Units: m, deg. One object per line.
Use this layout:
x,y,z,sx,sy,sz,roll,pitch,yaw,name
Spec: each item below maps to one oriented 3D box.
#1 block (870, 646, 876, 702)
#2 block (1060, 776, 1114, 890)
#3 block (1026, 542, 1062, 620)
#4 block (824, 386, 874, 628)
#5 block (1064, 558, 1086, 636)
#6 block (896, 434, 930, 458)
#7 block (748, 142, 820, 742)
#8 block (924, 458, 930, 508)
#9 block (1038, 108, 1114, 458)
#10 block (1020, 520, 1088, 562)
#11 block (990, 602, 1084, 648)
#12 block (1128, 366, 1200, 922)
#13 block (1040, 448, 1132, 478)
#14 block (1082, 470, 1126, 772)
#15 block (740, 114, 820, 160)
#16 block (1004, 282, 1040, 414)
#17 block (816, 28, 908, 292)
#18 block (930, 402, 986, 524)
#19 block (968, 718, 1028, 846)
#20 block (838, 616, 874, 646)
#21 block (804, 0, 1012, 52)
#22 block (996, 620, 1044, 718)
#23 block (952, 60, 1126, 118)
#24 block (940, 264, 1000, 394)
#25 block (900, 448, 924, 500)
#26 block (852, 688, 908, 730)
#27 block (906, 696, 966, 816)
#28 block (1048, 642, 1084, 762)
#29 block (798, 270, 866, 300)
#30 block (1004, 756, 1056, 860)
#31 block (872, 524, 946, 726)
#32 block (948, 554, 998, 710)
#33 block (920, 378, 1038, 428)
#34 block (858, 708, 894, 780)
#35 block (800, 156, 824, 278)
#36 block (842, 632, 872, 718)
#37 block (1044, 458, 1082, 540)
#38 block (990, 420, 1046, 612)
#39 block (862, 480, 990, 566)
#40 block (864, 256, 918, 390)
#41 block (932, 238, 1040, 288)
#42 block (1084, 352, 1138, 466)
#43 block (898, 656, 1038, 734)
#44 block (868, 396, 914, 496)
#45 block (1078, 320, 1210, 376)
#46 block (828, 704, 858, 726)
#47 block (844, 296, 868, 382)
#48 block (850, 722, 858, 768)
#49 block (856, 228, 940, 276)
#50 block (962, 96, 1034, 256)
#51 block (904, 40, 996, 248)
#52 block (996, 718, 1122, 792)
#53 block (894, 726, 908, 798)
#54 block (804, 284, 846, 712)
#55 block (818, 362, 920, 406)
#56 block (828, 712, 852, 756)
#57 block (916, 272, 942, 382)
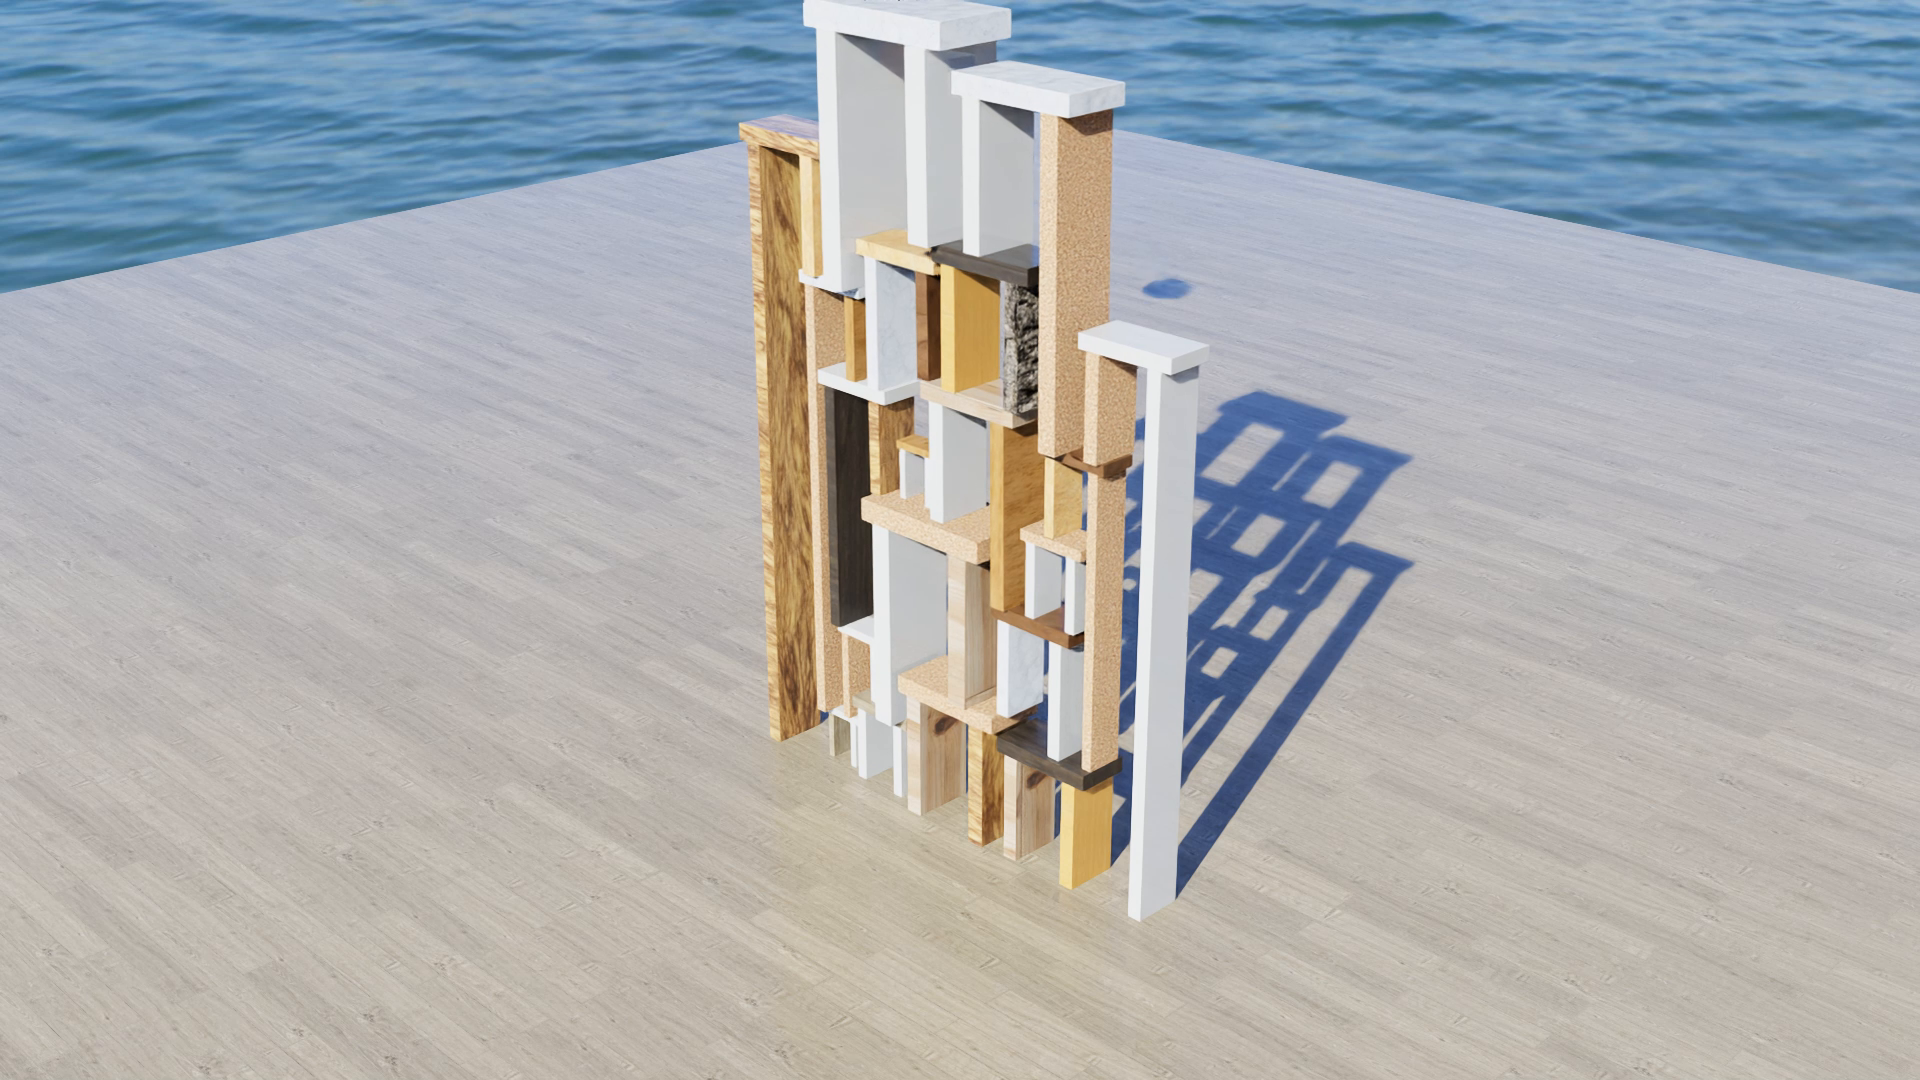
-0.153,0.265,4.506,0.064,0.128,0.018,-21,31,-41,block
0.241,0.545,4.192,0.111,0.222,0.031,-21,31,-41,block
0.155,0.064,4.077,0.075,0.150,0.021,-22,31,-40,block
-0.222,-0.076,4.438,0.095,0.518,0.027,-21,31,-40,block
0.226,0.092,4.012,0.075,0.150,0.021,-21,31,-40,block
-0.069,-0.179,4.228,0.102,0.014,0.051,21,31,40,block
-0.358,-0.183,4.530,0.116,1.299,0.033,-21,31,-41,block
-0.044,-0.116,4.229,0.014,0.102,0.051,21,31,40,block
0.199,-0.448,3.813,0.139,0.605,0.039,-22,31,-40,block
0.190,-0.001,4.011,0.075,0.021,0.150,-21,31,-40,block
0.163,0.145,4.115,0.099,0.028,0.199,-22,31,-41,block
0.361,0.197,3.921,0.102,1.075,0.029,-21,31,-41,block
0.224,-0.152,3.918,0.077,0.022,0.154,-22,31,-40,block
0.262,0.146,4.006,0.022,0.595,0.077,21,31,41,block
-0.305,-0.775,4.220,0.116,0.033,0.232,-21,31,-40,block
0.132,-0.355,3.921,0.119,0.238,0.034,-22,31,-40,block
-0.179,-0.719,4.105,0.176,0.484,0.050,-22,31,-40,block
-0.003,-0.161,4.161,0.034,0.238,0.119,21,31,40,block
0.075,0.463,4.337,0.130,0.259,0.037,-21,31,-41,block
-0.184,0.186,4.506,0.064,0.018,0.128,-21,31,-40,block
-0.096,-0.932,3.923,0.176,0.050,0.353,-21,31,-40,block
0.116,0.231,4.203,0.099,0.199,0.028,-21,31,-41,block
0.132,-0.770,3.748,0.139,0.039,0.277,-21,31,-40,block
0.019,-0.399,4.025,0.034,0.238,0.119,21,31,41,block
-0.093,-0.135,4.272,0.014,0.102,0.051,21,31,40,block
-0.137,0.343,4.516,0.159,0.023,0.080,21,31,40,block
-0.047,0.416,4.449,0.037,0.259,0.130,21,31,41,block
0.210,0.287,4.125,0.028,0.241,0.099,21,31,40,block
-0.223,-0.502,4.244,0.085,0.024,0.170,-21,31,-40,block
0.136,0.504,4.289,0.031,0.222,0.111,21,31,41,block
-0.099,0.149,4.395,0.044,0.428,0.157,21,31,40,block
0.049,0.154,4.237,0.157,0.314,0.044,-21,31,-41,block
0.052,-0.264,4.057,0.119,0.034,0.238,-22,31,-40,block
-0.175,0.412,4.586,0.080,0.159,0.023,-21,31,-41,block
-0.250,-0.631,4.221,0.116,0.232,0.033,-21,31,-41,block
-0.214,0.272,4.575,0.064,0.194,0.018,-21,31,-40,block
0.188,-0.085,3.986,0.077,0.154,0.022,-21,31,-40,block
0.110,-0.057,4.083,0.119,0.369,0.034,-21,31,-40,block
-0.025,-0.039,4.234,0.314,0.044,0.157,21,31,40,block
-0.130,-0.422,4.188,0.103,0.260,0.029,-21,30,-40,block
0.075,-0.502,3.919,0.119,0.034,0.238,-22,31,-40,block
0.263,-0.240,3.837,0.102,0.204,0.029,-21,31,-41,block
0.014,0.303,4.336,0.259,0.037,0.130,21,31,41,block
-0.132,-0.191,4.290,0.027,0.191,0.095,21,31,41,block
0.312,-0.329,3.748,0.204,0.029,0.102,21,30,40,block
-0.230,0.361,4.632,0.102,0.014,0.051,21,31,41,block
-0.182,-0.397,4.245,0.085,0.170,0.024,-21,31,-41,block
-0.206,0.424,4.632,0.014,0.102,0.051,21,31,41,block
-0.084,-0.536,4.086,0.103,0.029,0.207,-21,31,-40,block
0.068,-0.650,3.870,0.139,0.277,0.039,-22,31,-40,block
-0.014,-0.713,3.924,0.176,0.353,0.050,-21,30,-40,block
0.189,0.407,4.191,0.222,0.031,0.111,21,31,40,block
-0.100,0.441,4.517,0.023,0.159,0.080,22,31,40,block
-0.262,-0.080,4.467,0.024,0.926,0.085,21,31,41,block
-0.178,-0.309,4.290,0.095,0.027,0.191,-21,31,-40,block
-0.254,0.405,4.676,0.051,0.102,0.014,-21,31,-41,block
-0.034,-0.408,4.087,0.029,0.207,0.104,20,30,41,block
